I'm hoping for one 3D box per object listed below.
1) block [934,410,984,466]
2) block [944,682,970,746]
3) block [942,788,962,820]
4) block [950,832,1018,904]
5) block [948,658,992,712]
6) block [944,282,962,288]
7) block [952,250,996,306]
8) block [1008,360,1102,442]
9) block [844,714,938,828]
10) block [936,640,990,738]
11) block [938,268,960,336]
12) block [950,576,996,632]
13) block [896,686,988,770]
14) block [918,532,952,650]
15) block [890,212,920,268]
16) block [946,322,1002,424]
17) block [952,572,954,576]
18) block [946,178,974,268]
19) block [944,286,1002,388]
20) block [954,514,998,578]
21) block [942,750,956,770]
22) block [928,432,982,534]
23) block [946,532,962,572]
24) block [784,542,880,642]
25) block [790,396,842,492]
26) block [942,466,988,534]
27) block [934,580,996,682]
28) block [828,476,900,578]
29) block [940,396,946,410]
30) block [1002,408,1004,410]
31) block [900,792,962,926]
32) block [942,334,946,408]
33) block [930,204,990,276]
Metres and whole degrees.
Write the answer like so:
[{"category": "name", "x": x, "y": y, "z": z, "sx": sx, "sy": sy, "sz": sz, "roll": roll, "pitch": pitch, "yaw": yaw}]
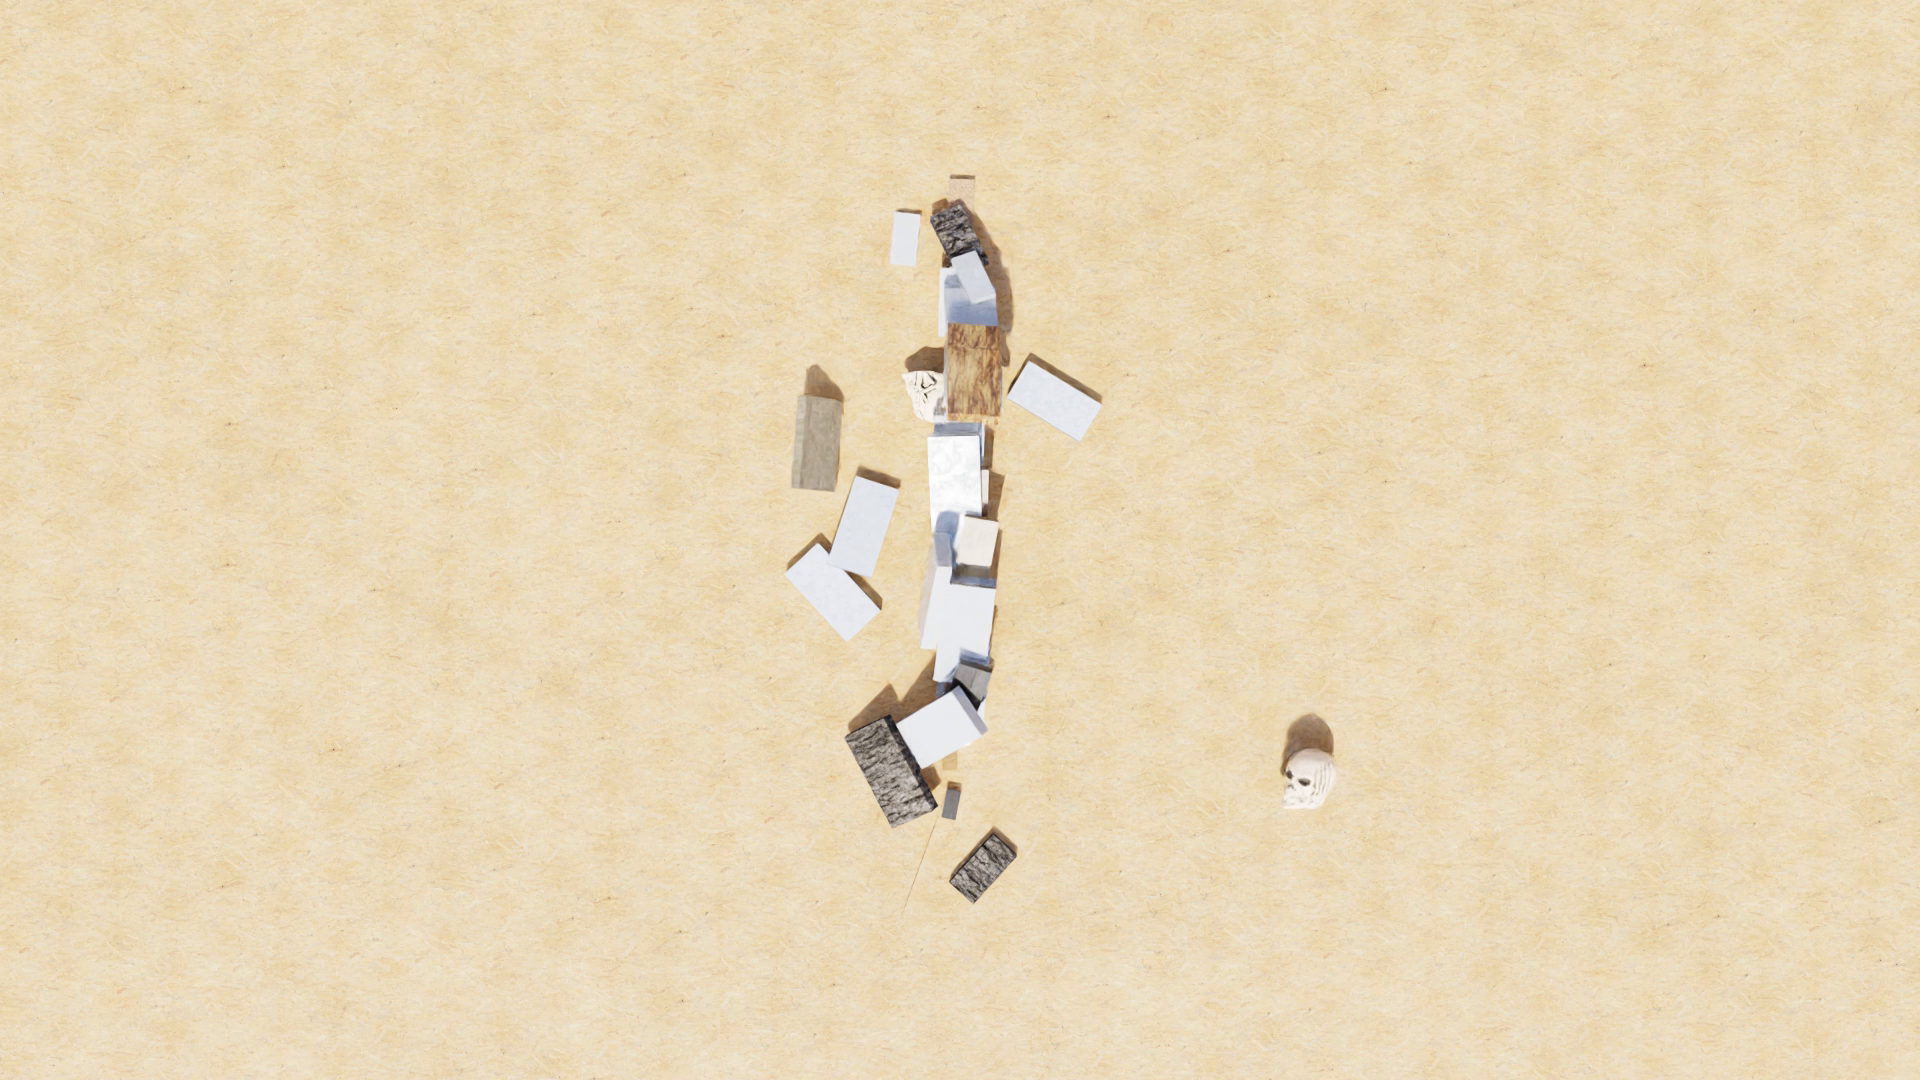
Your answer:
[{"category": "block", "x": -0.007, "y": -0.266, "z": 5.396, "sx": 0.164, "sy": 0.046, "sz": 0.328, "roll": 2, "pitch": 120, "yaw": -1}, {"category": "block", "x": -0.007, "y": 0.562, "z": 5.415, "sx": 0.108, "sy": 0.031, "sz": 0.217, "roll": 7, "pitch": 106, "yaw": -1}, {"category": "block", "x": -0.029, "y": 0.878, "z": 5.479, "sx": 0.049, "sy": 0.014, "sz": 0.097, "roll": 11, "pitch": 90, "yaw": 0}, {"category": "block", "x": 0.077, "y": 1.093, "z": 5.485, "sx": 0.108, "sy": 0.031, "sz": 0.217, "roll": 42, "pitch": 90, "yaw": 0}, {"category": "block", "x": 0.020, "y": 0.493, "z": 5.338, "sx": 0.108, "sy": 0.031, "sz": 0.217, "roll": 17, "pitch": 119, "yaw": -4}, {"category": "block", "x": 0.010, "y": -0.736, "z": 5.434, "sx": 0.112, "sy": 0.032, "sz": 0.224, "roll": -4, "pitch": 102, "yaw": 0}, {"category": "block", "x": 0.043, "y": -0.851, "z": 5.351, "sx": 0.086, "sy": 0.024, "sz": 0.171, "roll": -20, "pitch": 71, "yaw": -8}, {"category": "block", "x": 0.313, "y": -0.460, "z": 5.480, "sx": 0.283, "sy": 0.040, "sz": 0.141, "roll": 31, "pitch": 90, "yaw": 0}, {"category": "block", "x": -0.227, "y": 0.764, "z": 5.439, "sx": 0.171, "sy": 0.049, "sz": 0.343, "roll": -28, "pitch": 90, "yaw": 27}, {"category": "block", "x": 0.006, "y": 0.486, "z": 5.433, "sx": 0.162, "sy": 0.046, "sz": 0.324, "roll": 5, "pitch": 106, "yaw": 0}, {"category": "block", "x": -0.013, "y": -0.786, "z": 5.455, "sx": 0.112, "sy": 0.032, "sz": 0.224, "roll": 1, "pitch": 102, "yaw": -1}, {"category": "block", "x": 0.022, "y": 0.277, "z": 5.413, "sx": 0.162, "sy": 0.046, "sz": 0.324, "roll": 5, "pitch": 114, "yaw": -1}, {"category": "block", "x": -0.080, "y": 0.621, "z": 5.373, "sx": 0.347, "sy": 0.049, "sz": 0.171, "roll": -34, "pitch": 90, "yaw": 38}, {"category": "block", "x": -0.081, "y": 0.166, "z": 5.306, "sx": 0.049, "sy": 0.171, "sz": 0.343, "roll": 5, "pitch": 127, "yaw": -9}, {"category": "block", "x": -0.182, "y": -0.999, "z": 5.488, "sx": 0.086, "sy": 0.024, "sz": 0.171, "roll": 6, "pitch": 90, "yaw": 0}, {"category": "block", "x": 0.042, "y": -0.523, "z": 5.172, "sx": 0.167, "sy": 0.047, "sz": 0.334, "roll": 4, "pitch": 62, "yaw": -7}, {"category": "block", "x": 0.012, "y": 0.220, "z": 5.452, "sx": 0.112, "sy": 0.032, "sz": 0.224, "roll": 5, "pitch": 106, "yaw": -1}, {"category": "block", "x": -0.003, "y": -0.985, "z": 5.488, "sx": 0.085, "sy": 0.024, "sz": 0.427, "roll": 2, "pitch": 90, "yaw": 0}, {"category": "block", "x": 0.040, "y": -0.632, "z": 5.291, "sx": 0.167, "sy": 0.047, "sz": 0.401, "roll": -2, "pitch": 63, "yaw": -3}, {"category": "block", "x": 0.051, "y": 0.035, "z": 5.363, "sx": 0.112, "sy": 0.032, "sz": 0.224, "roll": 10, "pitch": 107, "yaw": -3}, {"category": "block", "x": -0.035, "y": 0.717, "z": 5.493, "sx": 0.049, "sy": 0.014, "sz": 0.097, "roll": -1, "pitch": 90, "yaw": 0}, {"category": "block", "x": -0.016, "y": -0.185, "z": 5.329, "sx": 0.164, "sy": 0.046, "sz": 0.328, "roll": -2, "pitch": 111, "yaw": 1}, {"category": "block", "x": 0.009, "y": 0.073, "z": 5.437, "sx": 0.112, "sy": 0.032, "sz": 0.224, "roll": 1, "pitch": 116, "yaw": 0}, {"category": "block", "x": -0.422, "y": 0.174, "z": 5.478, "sx": 0.153, "sy": 0.043, "sz": 0.305, "roll": -43, "pitch": 90, "yaw": 0}, {"category": "block", "x": -0.471, "y": -0.316, "z": 5.432, "sx": 0.153, "sy": 0.043, "sz": 0.305, "roll": 5, "pitch": 90, "yaw": -43}, {"category": "block", "x": 0.007, "y": -0.083, "z": 5.418, "sx": 0.164, "sy": 0.046, "sz": 0.328, "roll": 2, "pitch": 111, "yaw": 0}, {"category": "block", "x": 0.014, "y": 0.302, "z": 5.335, "sx": 0.162, "sy": 0.046, "sz": 0.324, "roll": 7, "pitch": 101, "yaw": -1}, {"category": "block", "x": -0.320, "y": -0.042, "z": 5.455, "sx": 0.153, "sy": 0.043, "sz": 0.305, "roll": 18, "pitch": 82, "yaw": -2}, {"category": "block", "x": 0.002, "y": -0.330, "z": 5.410, "sx": 0.141, "sy": 0.040, "sz": 0.283, "roll": 3, "pitch": 120, "yaw": -2}, {"category": "block", "x": 0.046, "y": -0.524, "z": 5.347, "sx": 0.141, "sy": 0.040, "sz": 0.283, "roll": -6, "pitch": 60, "yaw": -6}, {"category": "block", "x": -0.096, "y": 1.054, "z": 5.493, "sx": 0.049, "sy": 0.014, "sz": 0.467, "roll": 20, "pitch": 90, "yaw": 0}, {"category": "block", "x": 0.033, "y": -0.578, "z": 5.322, "sx": 0.167, "sy": 0.047, "sz": 0.334, "roll": 2, "pitch": 61, "yaw": -1}, {"category": "block", "x": -0.003, "y": -0.985, "z": 5.426, "sx": 0.112, "sy": 0.032, "sz": 0.224, "roll": -24, "pitch": 76, "yaw": -8}]
